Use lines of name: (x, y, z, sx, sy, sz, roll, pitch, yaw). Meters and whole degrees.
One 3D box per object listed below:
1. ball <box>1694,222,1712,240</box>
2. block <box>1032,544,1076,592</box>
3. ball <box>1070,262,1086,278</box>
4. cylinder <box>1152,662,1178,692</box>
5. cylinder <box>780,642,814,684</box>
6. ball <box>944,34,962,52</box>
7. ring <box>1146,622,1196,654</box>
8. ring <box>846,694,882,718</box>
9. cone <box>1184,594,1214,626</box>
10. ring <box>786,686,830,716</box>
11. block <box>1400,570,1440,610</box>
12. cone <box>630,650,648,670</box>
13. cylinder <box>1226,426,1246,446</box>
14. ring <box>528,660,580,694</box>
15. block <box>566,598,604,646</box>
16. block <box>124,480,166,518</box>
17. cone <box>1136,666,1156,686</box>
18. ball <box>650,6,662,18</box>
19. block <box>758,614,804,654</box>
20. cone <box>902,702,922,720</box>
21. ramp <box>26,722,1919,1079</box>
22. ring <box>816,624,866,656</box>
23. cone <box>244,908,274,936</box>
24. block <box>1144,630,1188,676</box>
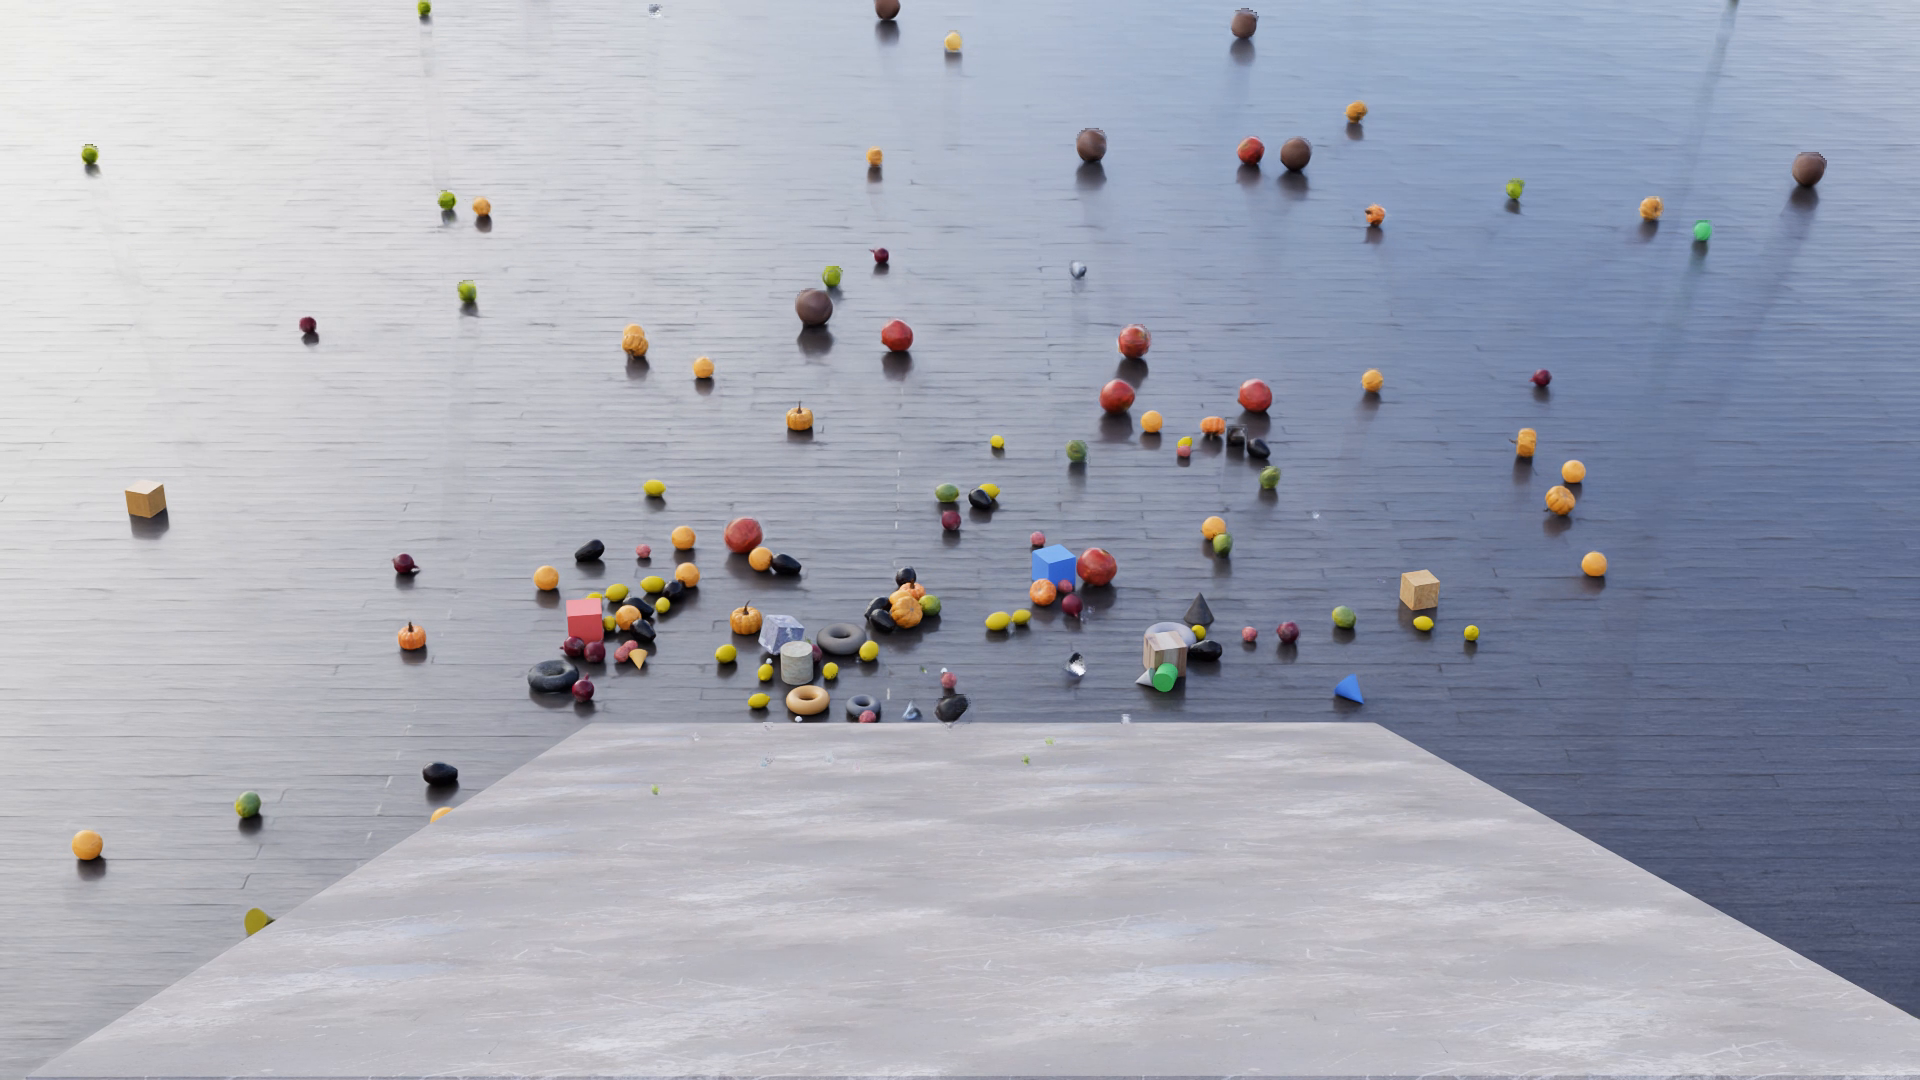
ball: (2.863, -1.189, 9.948, 0.070, 0.070, 0.070, 0, 27, 0)
block: (0.271, 0.080, 7.440, 0.091, 0.091, 0.091, -14, 30, -25)
ball: (0.440, -1.005, 9.600, 0.060, 0.060, 0.060, 0, 27, 0)
cylinder: (0.550, 0.368, 6.916, 0.057, 0.057, 0.057, 8, 28, 15)
cylinder: (-0.439, 0.331, 6.955, 0.086, 0.086, 0.086, 0, 27, 0)
ball: (-0.030, -2.353, 12.209, 0.086, 0.086, 0.086, 0, 27, 0)
ring: (0.578, 0.273, 7.111, 0.146, 0.049, 0.146, 1, 26, -1)
ring: (-0.255, 0.439, 6.805, 0.094, 0.031, 0.094, 1, 27, -1)
cone: (0.672, 0.183, 7.245, 0.086, 0.086, 0.086, 0, 27, 0)
ring: (-0.402, 0.424, 6.827, 0.117, 0.039, 0.117, -1, 28, 0)
block: (1.306, 0.142, 7.333, 0.079, 0.079, 0.079, -9, 28, -16)
cone: (-0.874, 0.332, 7.024, 0.050, 0.050, 0.050, -3, 57, -6)
cylinder: (0.886, -0.334, 8.289, 0.057, 0.057, 0.057, 4, 27, 7)
ring: (-1.092, 0.366, 6.931, 0.139, 0.046, 0.139, -1, 26, 0)
block: (-1.038, 0.227, 7.151, 0.094, 0.094, 0.094, -4, 27, -8)
block: (-2.478, -0.126, 7.857, 0.080, 0.080, 0.080, 10, 29, 18)
cone: (0.495, 0.376, 6.934, 0.057, 0.057, 0.057, -18, 19, 27)
ball: (-1.502, -2.601, 12.724, 0.058, 0.058, 0.058, 0, 27, 0)
block: (-0.489, 0.260, 7.076, 0.082, 0.082, 0.082, 4, 21, -35)
cone: (-0.134, 0.457, 6.779, 0.050, 0.050, 0.050, -35, 35, -8)
ramp: (0.061, 0.552, 4.589, 2.000, 0.100, 4.000, 0, 1, 0)
ring: (-0.327, 0.273, 7.114, 0.139, 0.046, 0.139, 0, 26, 0)
cone: (-1.600, 0.878, 5.947, 0.066, 0.066, 0.066, 14, 4, 26)
block: (0.555, 0.312, 6.987, 0.091, 0.091, 0.091, -7, 28, -13)
